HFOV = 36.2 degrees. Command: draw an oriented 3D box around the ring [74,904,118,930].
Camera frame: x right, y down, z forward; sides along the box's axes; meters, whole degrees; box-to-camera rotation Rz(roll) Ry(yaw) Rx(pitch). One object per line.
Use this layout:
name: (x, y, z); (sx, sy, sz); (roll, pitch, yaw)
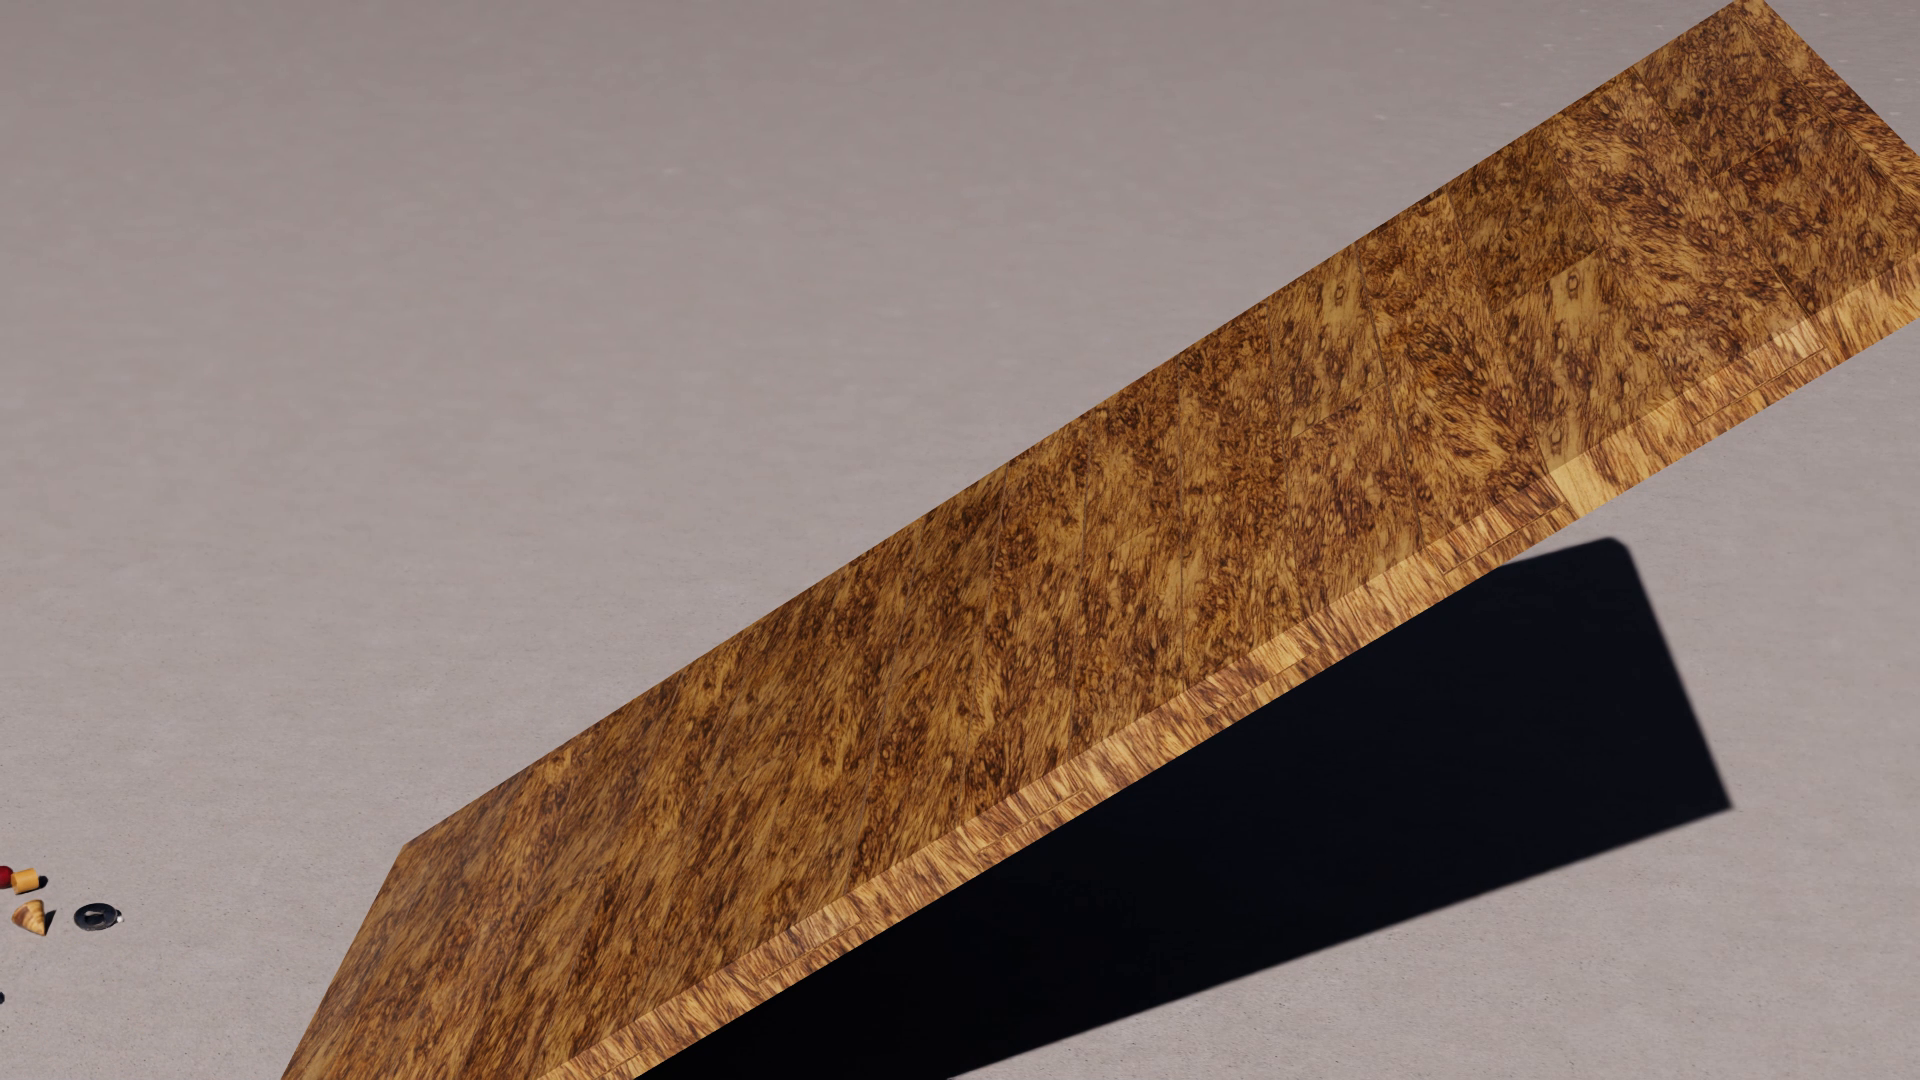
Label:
ring: (-2.207, 0.961, 7.506); (0.108, 0.036, 0.108); (1, 20, 0)

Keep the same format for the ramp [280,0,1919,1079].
ramp: (0.136, 0.173, 6.305); (4.000, 0.100, 2.000); (-32, 16, 15)

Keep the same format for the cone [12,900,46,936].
cone: (-2.343, 0.976, 7.461); (0.090, 0.090, 0.090); (-20, 56, -42)

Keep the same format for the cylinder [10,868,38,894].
cylinder: (-2.437, 0.889, 7.664); (0.055, 0.055, 0.055); (-15, 26, -33)
